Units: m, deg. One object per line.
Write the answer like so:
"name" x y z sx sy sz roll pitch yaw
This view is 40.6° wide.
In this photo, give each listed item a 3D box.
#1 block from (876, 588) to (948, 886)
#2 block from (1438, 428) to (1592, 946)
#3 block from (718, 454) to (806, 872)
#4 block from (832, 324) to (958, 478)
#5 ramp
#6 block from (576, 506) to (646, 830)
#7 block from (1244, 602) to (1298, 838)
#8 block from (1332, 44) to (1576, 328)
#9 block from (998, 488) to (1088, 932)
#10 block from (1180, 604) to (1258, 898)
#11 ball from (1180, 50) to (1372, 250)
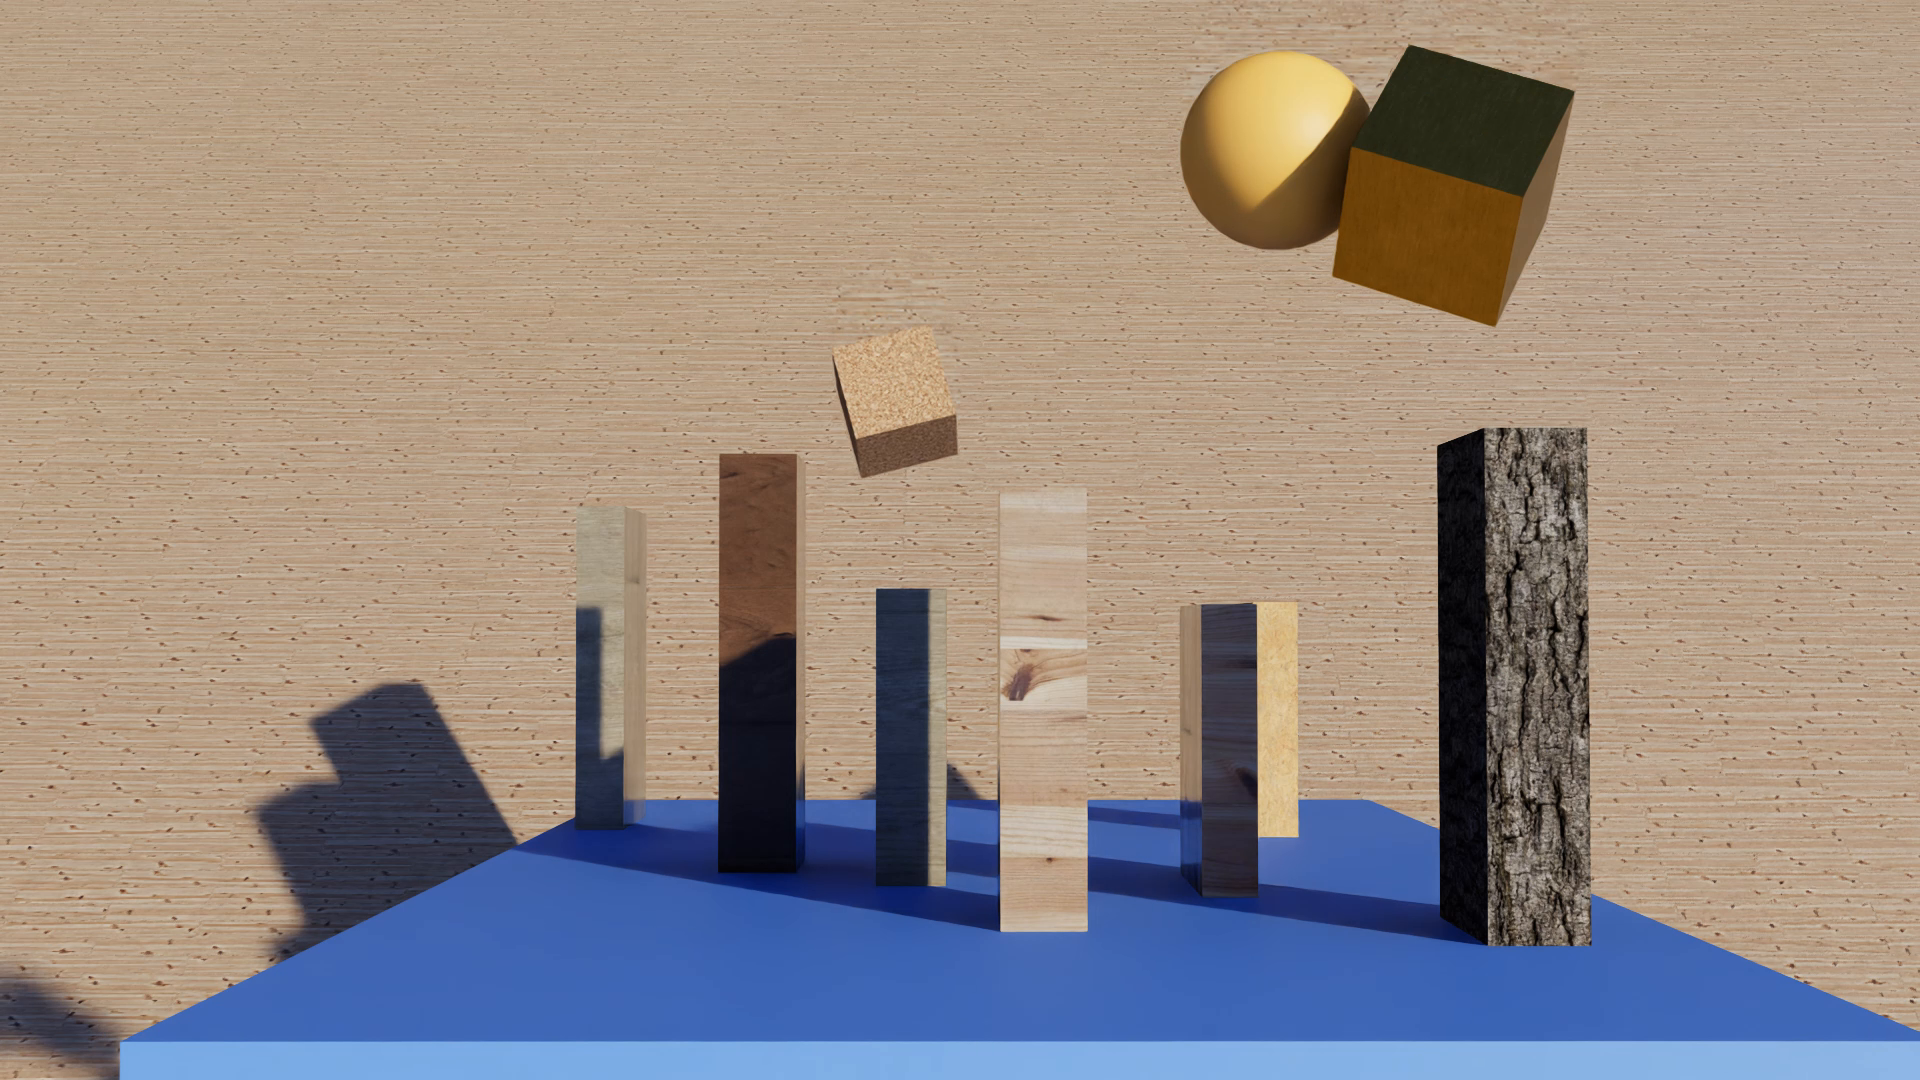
"block" -0.086 0.353 4.768 0.123 0.523 0.384 0 -2 0
"block" 0.827 0.215 3.903 0.147 0.741 0.371 0 -2 0
"block" -0.376 0.232 4.967 0.144 0.778 0.286 0 -2 0
"block" -0.073 -0.156 2.935 0.114 0.114 0.114 -14 69 -4
"ramp" 0.078 0.667 4.848 2.000 0.100 4.000 0 -2 0
"block" -0.810 0.294 6.048 0.108 0.727 0.414 0 -2 0
"block" 0.685 0.395 5.817 0.097 0.508 0.359 0 -2 0
"block" 0.476 -0.343 2.515 0.167 0.167 0.167 20 52 16
"block" 0.126 0.259 4.057 0.130 0.664 0.328 0 -2 0
"block" 0.455 0.362 4.594 0.095 0.493 0.430 0 -2 0
"ball" 0.322 -0.393 2.622 0.199 0.199 0.199 0 35 0
